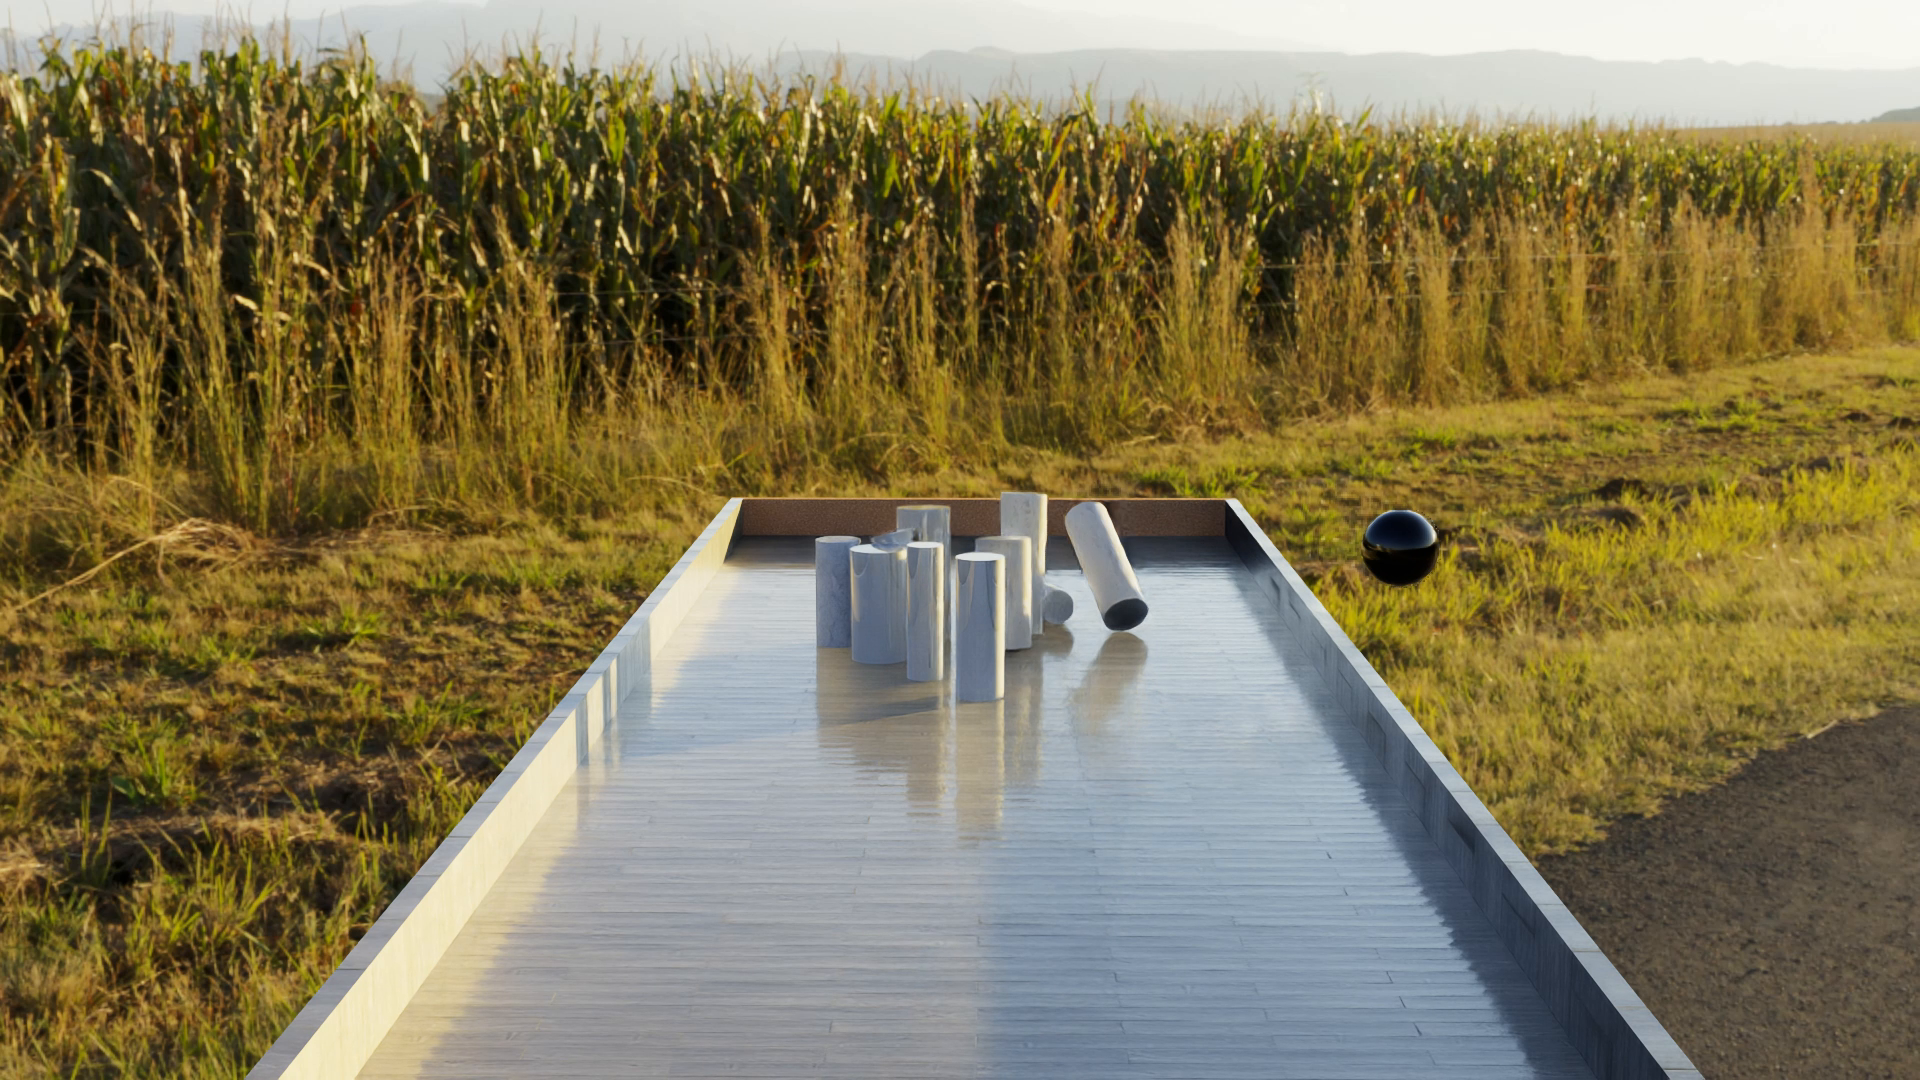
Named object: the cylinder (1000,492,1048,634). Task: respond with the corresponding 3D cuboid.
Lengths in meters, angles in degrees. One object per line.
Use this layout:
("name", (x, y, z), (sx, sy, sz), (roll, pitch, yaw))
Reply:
("cylinder", (0.200, 0.074, 7.061), (0.147, 0.449, 0.147), (2, 2, 0))

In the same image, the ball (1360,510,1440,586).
("ball", (1.527, 0.027, 7.632), (0.267, 0.267, 0.267), (0, 9, 0))

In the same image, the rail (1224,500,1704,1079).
("rail", (1.046, 0.843, 3.208), (0.050, 0.150, 12.000), (0, 9, 1))

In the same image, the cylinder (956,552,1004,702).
("cylinder", (0.056, 0.244, 6.193), (0.137, 0.400, 0.137), (0, 9, 0))

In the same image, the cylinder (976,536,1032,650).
("cylinder", (0.136, 0.163, 6.851), (0.171, 0.340, 0.171), (-1, 4, 0))

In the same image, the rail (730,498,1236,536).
("rail", (0.099, -0.098, 9.147), (2.100, 0.150, 0.050), (0, 9, 1))

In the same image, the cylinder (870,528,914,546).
("cylinder", (-0.175, 0.153, 6.833), (0.134, 0.357, 0.134), (-13, 2, 0))

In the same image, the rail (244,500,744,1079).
("rail", (-1.004, 0.839, 3.234), (0.050, 0.150, 12.000), (0, 9, 1))

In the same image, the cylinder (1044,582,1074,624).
("cylinder", (0.255, 0.189, 7.454), (0.114, 0.114, 0.439), (-3, 9, -18))

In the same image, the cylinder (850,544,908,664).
("cylinder", (-0.246, 0.193, 6.701), (0.174, 0.339, 0.174), (0, 9, 0))

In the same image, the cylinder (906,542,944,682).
("cylinder", (-0.102, 0.208, 6.436), (0.108, 0.394, 0.108), (0, 9, 0))

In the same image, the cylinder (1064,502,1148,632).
("cylinder", (0.480, 0.084, 7.248), (0.150, 0.150, 0.458), (-3, 45, -17))

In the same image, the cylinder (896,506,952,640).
("cylinder", (-0.114, 0.105, 6.972), (0.169, 0.420, 0.169), (-1, 5, 0))

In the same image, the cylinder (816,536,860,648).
("cylinder", (-0.383, 0.162, 6.922), (0.142, 0.333, 0.142), (0, 9, 0))
